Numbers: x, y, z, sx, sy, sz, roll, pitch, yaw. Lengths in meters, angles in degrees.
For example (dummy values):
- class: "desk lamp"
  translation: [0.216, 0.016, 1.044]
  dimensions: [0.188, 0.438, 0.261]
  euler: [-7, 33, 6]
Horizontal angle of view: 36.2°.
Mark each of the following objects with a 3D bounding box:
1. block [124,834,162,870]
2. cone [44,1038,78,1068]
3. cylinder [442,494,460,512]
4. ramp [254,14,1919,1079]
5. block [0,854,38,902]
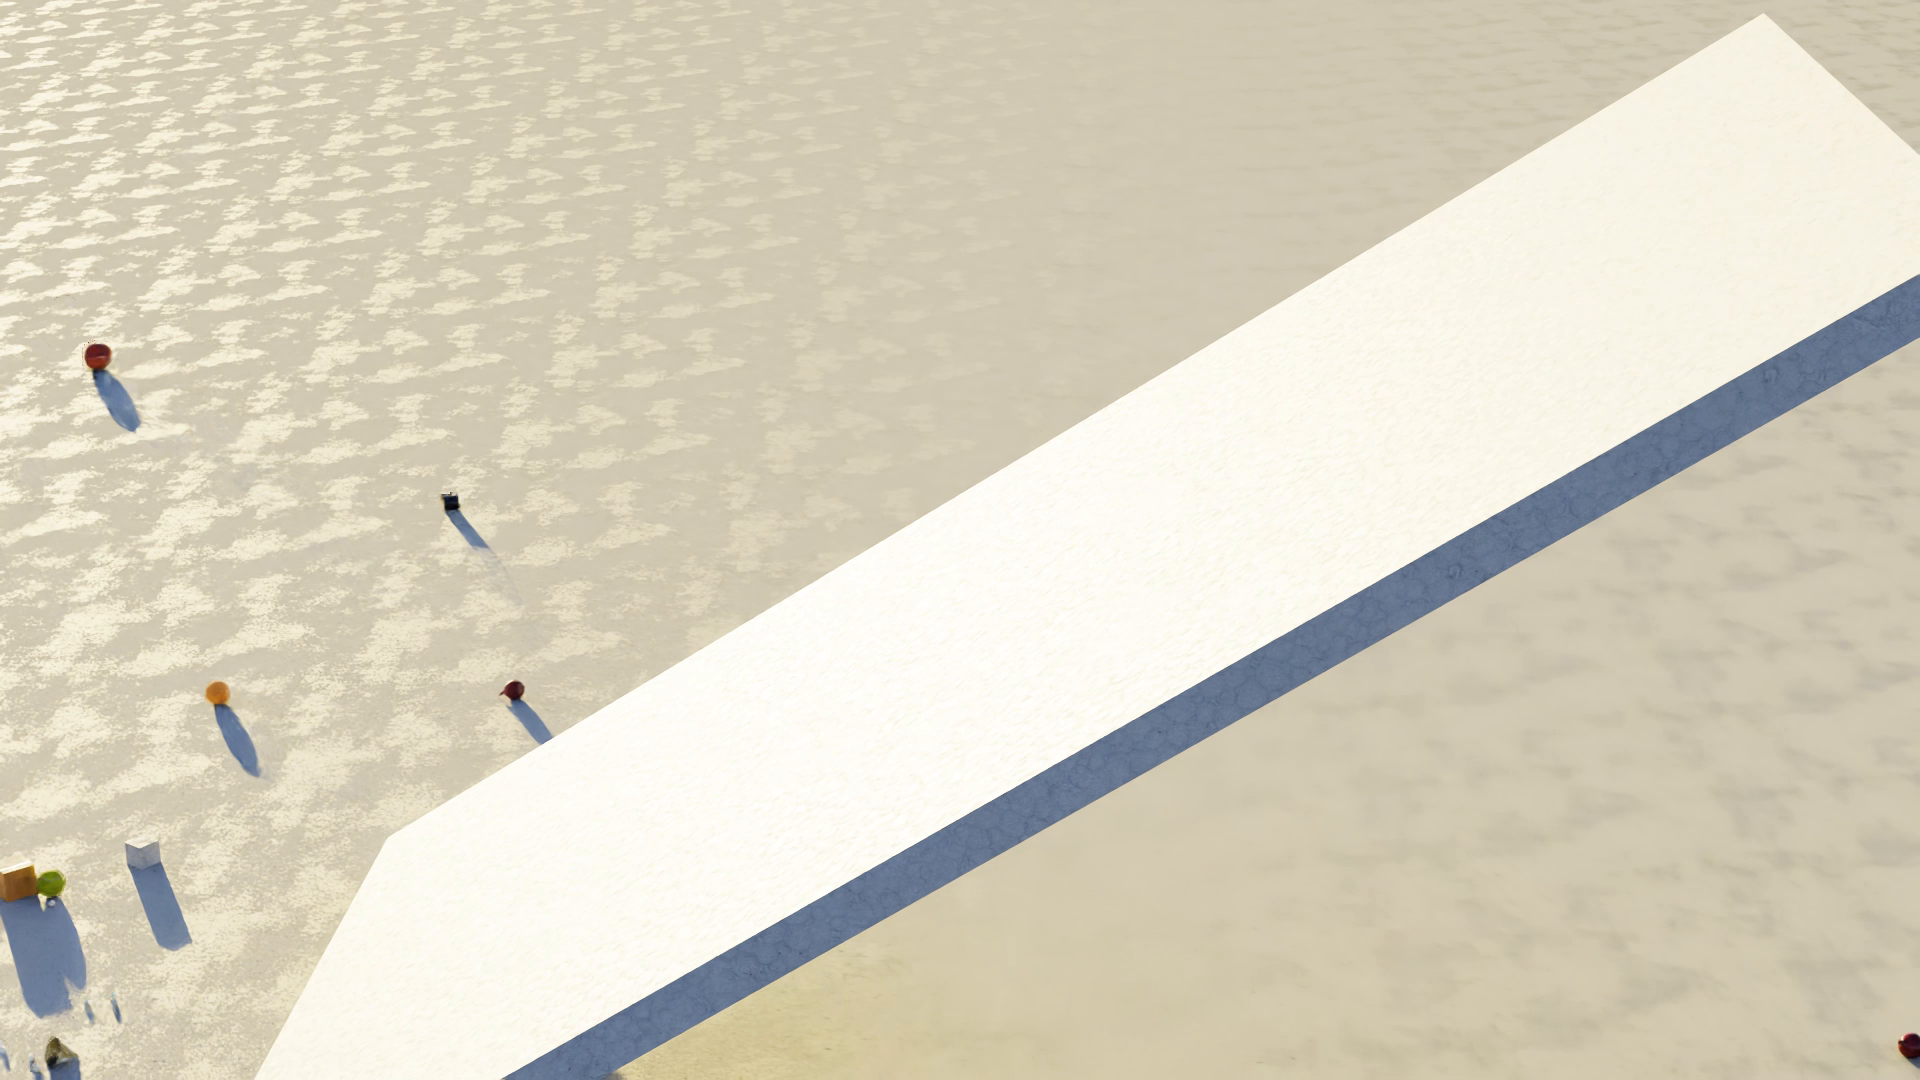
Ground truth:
- class: "block"
  translation: [-2.149, 0.820, 7.734]
  dimensions: [0.062, 0.062, 0.062]
  euler: [14, 25, 34]
- class: "cone"
  translation: [-2.063, 1.186, 6.786]
  dimensions: [0.067, 0.067, 0.067]
  euler: [18, 4, -42]
- class: "cylinder"
  translation: [-1.789, -0.131, 10.320]
  dimensions: [0.053, 0.053, 0.053]
  euler: [-8, 22, -20]
- class: "ramp"
  translation: [0.139, 0.171, 6.295]
  dimensions: [4.000, 0.100, 2.000]
  euler: [-31, 15, 14]
- class: "block"
  translation: [-2.434, 0.870, 7.569]
  dimensions: [0.082, 0.082, 0.082]
  euler: [-16, 26, -37]
